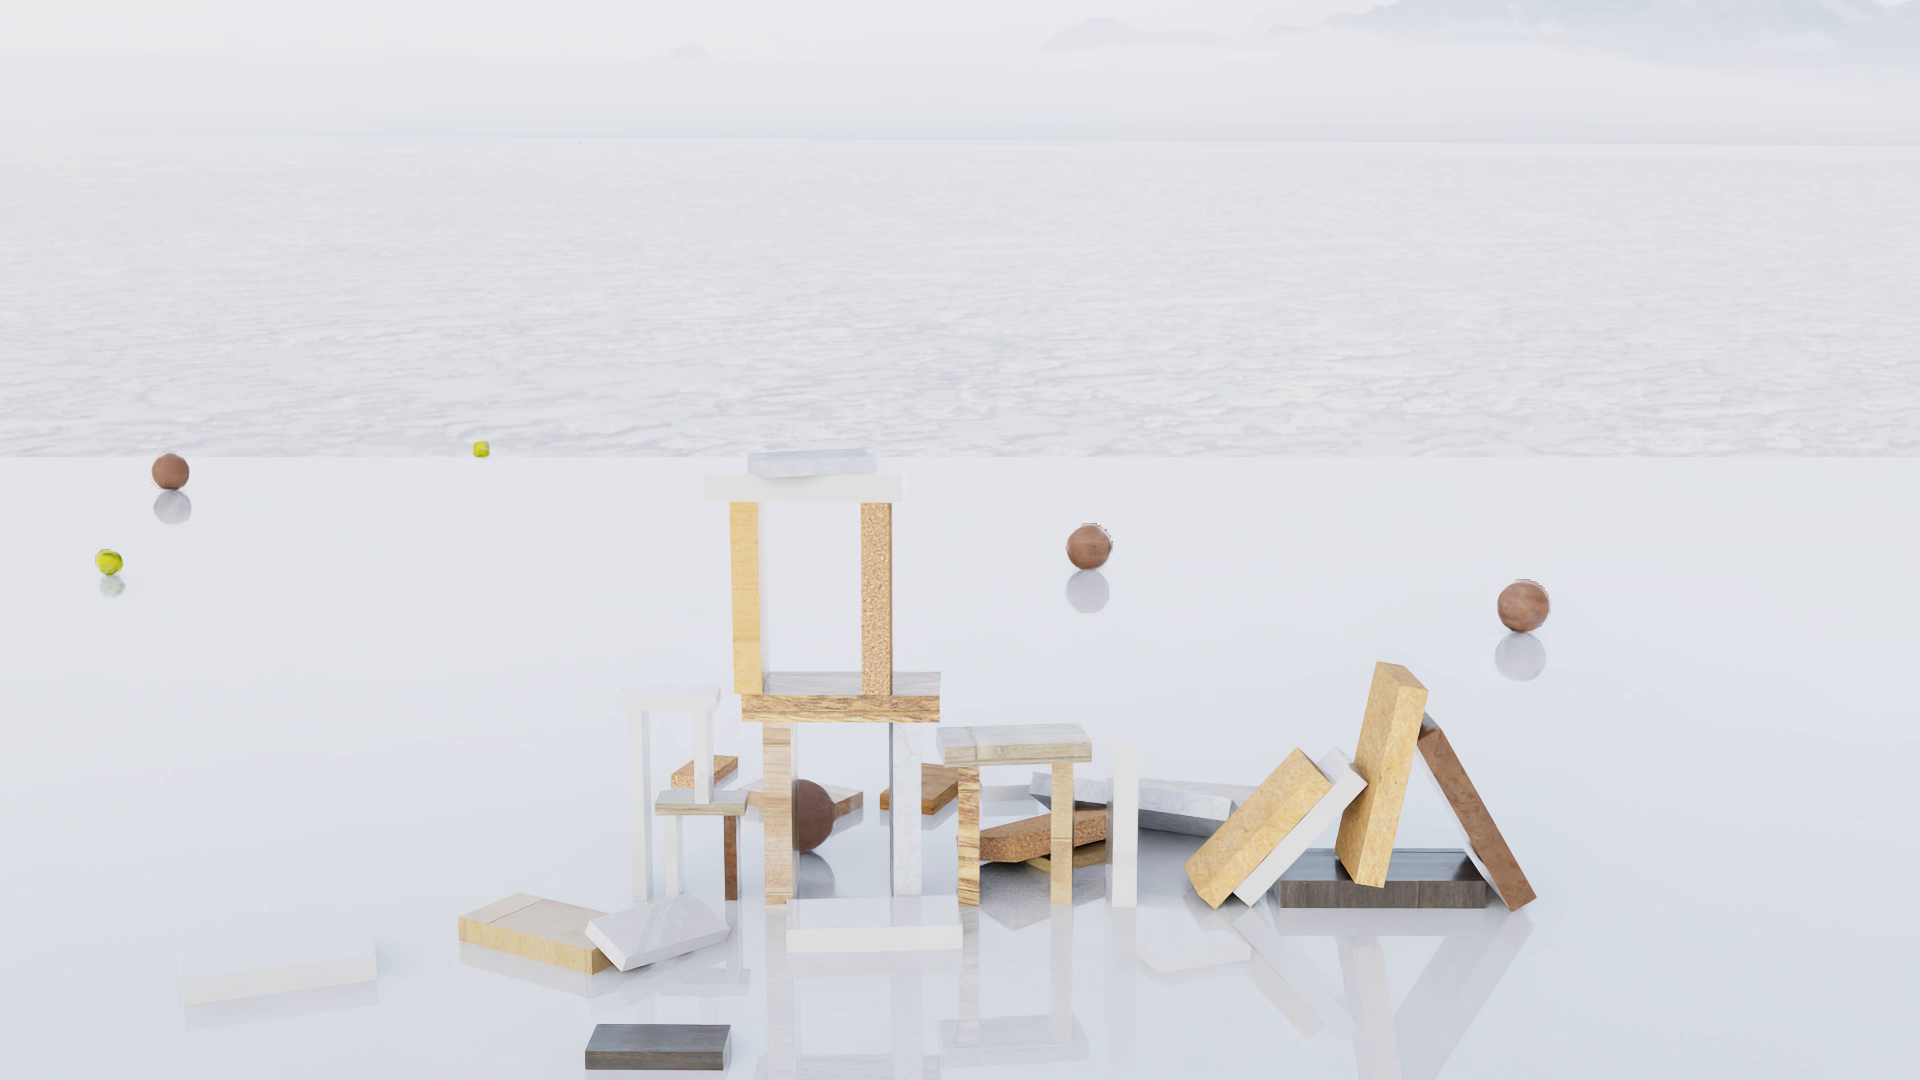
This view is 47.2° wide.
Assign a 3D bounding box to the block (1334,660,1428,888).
[{"bbox_3d":[0.689,0.382,3.608,0.047,0.334,0.167,10,10,-4],"label":"block"}]

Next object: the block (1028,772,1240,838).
[{"bbox_3d":[0.325,0.480,3.956,0.376,0.041,0.144,5,-20,25],"label":"block"}]

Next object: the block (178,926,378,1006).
[{"bbox_3d":[-1.026,0.638,3.305,0.274,0.039,0.137,-4,11,-21],"label":"block"}]

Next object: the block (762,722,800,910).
[{"bbox_3d":[-0.296,0.434,3.640,0.045,0.318,0.159,0,11,0],"label":"block"}]

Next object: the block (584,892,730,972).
[{"bbox_3d":[-0.464,0.602,3.391,0.094,0.027,0.215,37,27,31],"label":"block"}]

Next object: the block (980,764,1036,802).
[{"bbox_3d":[0.082,0.461,4.279,0.107,0.030,0.213,-1,11,-7],"label":"block"}]

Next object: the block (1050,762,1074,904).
[{"bbox_3d":[0.171,0.470,3.654,0.034,0.241,0.121,1,11,5],"label":"block"}]

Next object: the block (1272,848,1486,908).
[{"bbox_3d":[0.692,0.564,3.677,0.334,0.047,0.167,0,11,0],"label":"block"}]

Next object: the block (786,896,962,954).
[{"bbox_3d":[-0.137,0.606,3.474,0.274,0.039,0.137,-1,11,-4],"label":"block"}]

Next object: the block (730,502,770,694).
[{"bbox_3d":[-0.341,0.079,3.574,0.044,0.313,0.157,0,11,0],"label":"block"}]

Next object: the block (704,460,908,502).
[{"bbox_3d":[-0.245,-0.096,3.536,0.313,0.044,0.157,0,11,2],"label":"block"}]

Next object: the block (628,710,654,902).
[{"bbox_3d":[-0.528,0.430,3.640,0.022,0.326,0.079,0,11,0],"label":"block"}]

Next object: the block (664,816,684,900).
[{"bbox_3d":[-0.476,0.517,3.658,0.021,0.147,0.073,0,11,0],"label":"block"}]

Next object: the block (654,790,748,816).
[{"bbox_3d":[-0.427,0.435,3.643,0.147,0.021,0.073,0,11,0],"label":"block"}]

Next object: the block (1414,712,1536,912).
[{"bbox_3d":[0.831,0.438,3.633,0.047,0.334,0.167,-30,10,4],"label":"block"}]

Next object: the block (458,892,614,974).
[{"bbox_3d":[-0.635,0.613,3.439,0.274,0.039,0.137,6,12,31],"label":"block"}]

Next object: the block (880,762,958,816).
[{"bbox_3d":[-0.062,0.475,4.206,0.107,0.030,0.222,4,11,20],"label":"block"}]

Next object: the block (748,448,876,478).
[{"bbox_3d":[-0.235,-0.122,3.485,0.187,0.027,0.094,-3,11,-18],"label":"block"}]

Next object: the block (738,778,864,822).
[{"bbox_3d":[-0.301,0.485,4.150,0.213,0.030,0.107,6,12,30],"label":"block"}]

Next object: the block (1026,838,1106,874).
[{"bbox_3d":[0.200,0.548,3.836,0.156,0.022,0.078,-7,13,-33],"label":"block"}]

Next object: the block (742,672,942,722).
[{"bbox_3d":[-0.191,0.256,3.603,0.318,0.045,0.159,0,11,0],"label":"block"}]

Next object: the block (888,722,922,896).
[{"bbox_3d":[-0.091,0.436,3.630,0.045,0.318,0.159,-1,11,-4],"label":"block"}]

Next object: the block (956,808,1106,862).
[{"bbox_3d":[0.149,0.514,3.846,0.289,0.041,0.144,-7,0,-43],"label":"block"}]

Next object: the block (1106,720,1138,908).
[{"bbox_3d":[0.268,0.452,3.648,0.040,0.280,0.140,0,11,-1],"label":"block"}]

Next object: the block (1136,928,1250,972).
[{"bbox_3d":[0.360,0.632,3.384,0.156,0.022,0.078,-4,11,-21],"label":"block"}]

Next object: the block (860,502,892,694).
[{"bbox_3d":[-0.135,0.080,3.571,0.044,0.313,0.157,0,11,0],"label":"block"}]

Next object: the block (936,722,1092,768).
[{"bbox_3d":[0.087,0.337,3.618,0.241,0.034,0.121,-1,11,-7],"label":"block"}]

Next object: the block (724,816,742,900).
[{"bbox_3d":[-0.378,0.517,3.658,0.021,0.147,0.073,0,11,0],"label":"block"}]

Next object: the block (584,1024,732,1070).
[{"bbox_3d":[-0.413,0.697,3.023,0.187,0.027,0.094,0,11,1],"label":"block"}]

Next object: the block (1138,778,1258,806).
[{"bbox_3d":[0.457,0.492,4.087,0.289,0.041,0.144,3,11,14],"label":"block"}]

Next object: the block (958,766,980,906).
[{"bbox_3d":[0.014,0.472,3.645,0.034,0.241,0.121,0,11,0],"label":"block"}]

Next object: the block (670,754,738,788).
[{"bbox_3d":[-0.503,0.455,4.334,0.078,0.022,0.156,3,11,16],"label":"block"}]

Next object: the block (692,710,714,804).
[{"bbox_3d":[-0.423,0.347,3.625,0.022,0.158,0.079,0,11,0],"label":"block"}]

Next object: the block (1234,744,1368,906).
[{"bbox_3d":[0.554,0.473,3.652,0.040,0.280,0.140,41,8,-7],"label":"block"}]

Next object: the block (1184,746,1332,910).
[{"bbox_3d":[0.492,0.476,3.646,0.040,0.280,0.140,42,5,-10],"label":"block"}]

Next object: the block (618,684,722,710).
[{"bbox_3d":[-0.475,0.258,3.608,0.158,0.022,0.079,0,11,0],"label":"block"}]
